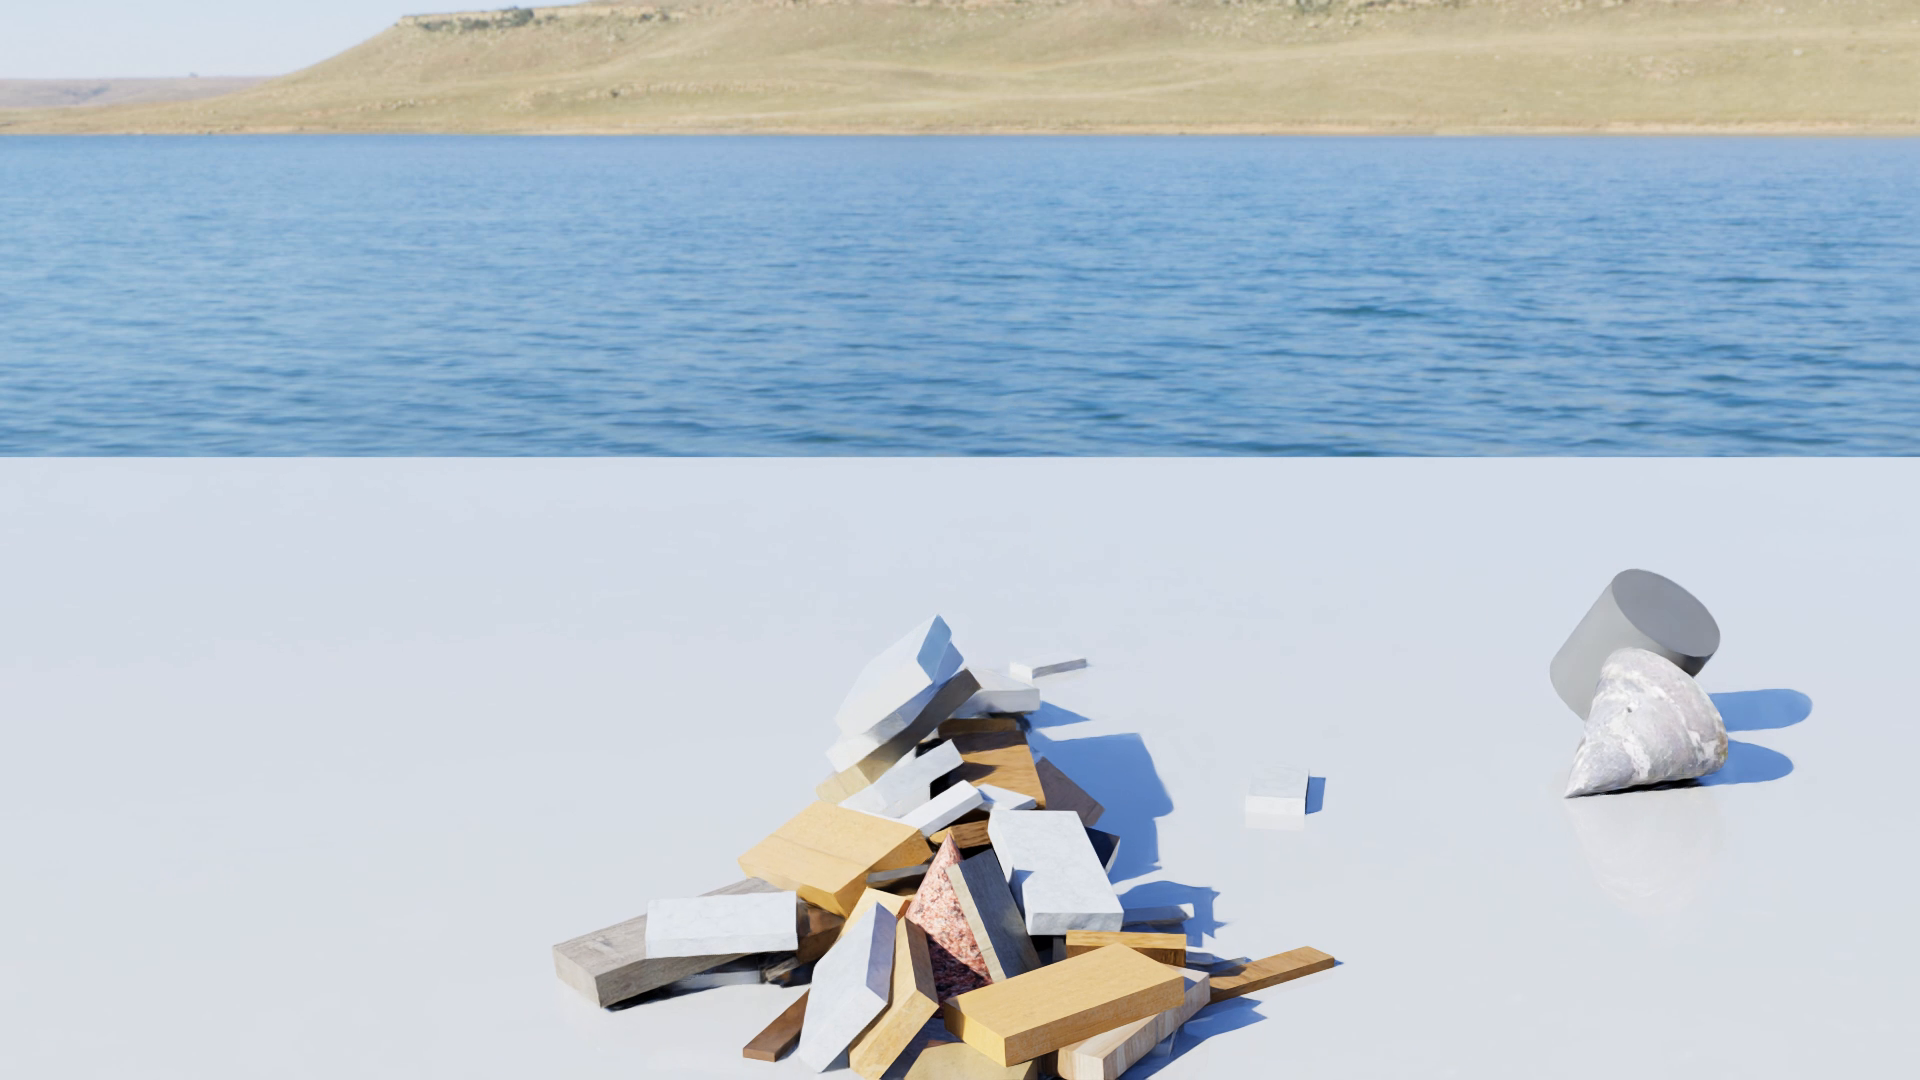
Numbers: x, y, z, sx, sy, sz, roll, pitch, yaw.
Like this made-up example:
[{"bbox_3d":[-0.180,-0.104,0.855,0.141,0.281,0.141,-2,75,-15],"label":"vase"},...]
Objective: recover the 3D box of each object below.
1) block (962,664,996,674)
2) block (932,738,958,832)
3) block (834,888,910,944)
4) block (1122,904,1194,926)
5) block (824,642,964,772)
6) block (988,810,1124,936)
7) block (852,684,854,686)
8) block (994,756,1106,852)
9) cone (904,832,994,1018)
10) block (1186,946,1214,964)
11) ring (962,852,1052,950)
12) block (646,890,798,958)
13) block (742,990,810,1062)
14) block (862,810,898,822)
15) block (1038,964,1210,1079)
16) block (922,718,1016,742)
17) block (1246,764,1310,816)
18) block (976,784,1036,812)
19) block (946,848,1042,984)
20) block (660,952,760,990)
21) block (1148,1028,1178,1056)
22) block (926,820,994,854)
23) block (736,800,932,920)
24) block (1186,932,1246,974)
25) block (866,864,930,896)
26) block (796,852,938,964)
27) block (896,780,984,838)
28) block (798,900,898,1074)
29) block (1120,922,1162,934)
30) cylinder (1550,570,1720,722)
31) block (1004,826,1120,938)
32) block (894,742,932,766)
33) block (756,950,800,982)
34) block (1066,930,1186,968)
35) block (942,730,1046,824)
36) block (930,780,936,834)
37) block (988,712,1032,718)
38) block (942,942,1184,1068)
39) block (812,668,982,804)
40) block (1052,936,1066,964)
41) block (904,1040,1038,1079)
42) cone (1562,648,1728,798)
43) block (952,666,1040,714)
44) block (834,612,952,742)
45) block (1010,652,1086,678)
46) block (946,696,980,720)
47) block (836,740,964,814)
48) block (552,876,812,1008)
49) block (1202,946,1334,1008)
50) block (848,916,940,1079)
[{"bbox_3d":[-0.057,0.307,5.158,0.282,0.013,0.045,-2,11,-11],"label":"block"},{"bbox_3d":[0.013,0.435,3.873,0.116,0.033,0.231,-2,35,-3],"label":"block"},{"bbox_3d":[-0.141,0.592,3.287,0.073,0.021,0.147,9,52,33],"label":"block"},{"bbox_3d":[0.292,0.598,3.488,0.143,0.020,0.072,-2,-17,-12],"label":"block"},{"bbox_3d":[-0.114,0.300,4.004,0.160,0.045,0.384,-36,3,21],"label":"block"},{"bbox_3d":[0.142,0.504,3.350,0.139,0.040,0.279,3,25,-14],"label":"block"},{"bbox_3d":[-0.219,0.341,4.975,0.045,0.013,0.091,-1,11,-5],"label":"block"},{"bbox_3d":[0.143,0.488,3.801,0.147,0.042,0.293,40,25,5],"label":"block"},{"bbox_3d":[-0.016,0.545,3.247,0.242,0.242,0.242,0,11,0],"label":"cone"},{"bbox_3d":[0.304,0.616,3.296,0.143,0.020,0.072,7,-12,-2],"label":"block"},{"bbox_3d":[0.051,0.574,3.486,0.300,0.100,0.300,-1,11,0],"label":"ring"},{"bbox_3d":[-0.350,0.566,3.240,0.219,0.031,0.109,-3,23,-3],"label":"block"},{"bbox_3d":[-0.207,0.671,3.195,0.048,0.014,0.400,4,11,20],"label":"block"},{"bbox_3d":[-0.133,0.483,3.632,0.117,0.017,0.059,7,41,41],"label":"block"},{"bbox_3d":[0.211,0.665,3.058,0.149,0.042,0.299,5,16,34],"label":"block"},{"bbox_3d":[0.005,0.364,4.208,0.147,0.042,0.333,0,-5,-10],"label":"block"},{"bbox_3d":[0.608,0.475,4.202,0.109,0.031,0.219,2,11,11],"label":"block"},{"bbox_3d":[0.062,0.428,3.606,0.058,0.017,0.117,-18,19,-41],"label":"block"},{"bbox_3d":[0.058,0.569,3.204,0.025,0.227,0.087,-28,-9,36],"label":"block"},{"bbox_3d":[-0.376,0.647,3.301,0.147,0.021,0.073,-2,12,-10],"label":"block"},{"bbox_3d":[0.271,0.690,3.086,0.059,0.017,0.119,2,11,11],"label":"block"},{"bbox_3d":[-0.030,0.513,3.631,0.133,0.038,0.266,-5,-17,-37],"label":"block"},{"bbox_3d":[-0.205,0.507,3.515,0.173,0.049,0.347,-35,18,-25],"label":"block"},{"bbox_3d":[0.380,0.634,3.384,0.059,0.017,0.119,-5,12,-27],"label":"block"},{"bbox_3d":[-0.080,0.514,3.314,0.110,0.016,0.055,-14,-41,29],"label":"block"},{"bbox_3d":[-0.134,0.566,3.398,0.266,0.038,0.133,-22,15,5],"label":"block"},{"bbox_3d":[-0.149,0.510,3.546,0.409,0.021,0.073,-30,18,-12],"label":"block"},{"bbox_3d":[-0.156,0.623,3.086,0.040,0.139,0.279,41,11,-9],"label":"block"},{"bbox_3d":[0.245,0.627,3.416,0.143,0.020,0.072,-5,12,-27],"label":"block"},{"bbox_3d":[1.411,0.238,4.605,0.251,0.251,0.251,16,38,-13],"label":"cylinder"},{"bbox_3d":[0.151,0.520,3.412,0.133,0.038,0.266,15,24,13],"label":"block"},{"bbox_3d":[-0.026,0.411,4.227,0.165,0.047,0.330,0,-5,-9],"label":"block"},{"bbox_3d":[-0.275,0.624,3.297,0.055,0.016,0.110,-26,14,-6],"label":"block"},{"bbox_3d":[0.245,0.611,3.238,0.174,0.087,0.025,1,49,6],"label":"block"},{"bbox_3d":[0.055,0.408,3.775,0.147,0.042,0.293,-3,19,-5],"label":"block"},{"bbox_3d":[0.006,0.468,3.882,0.116,0.033,0.231,0,35,-1],"label":"block"},{"bbox_3d":[0.092,0.358,4.823,0.084,0.024,0.167,-11,13,-15],"label":"block"},{"bbox_3d":[0.144,0.634,3.019,0.299,0.042,0.149,-12,15,-31],"label":"block"},{"bbox_3d":[-0.112,0.358,3.982,0.320,0.045,0.160,-39,3,-39],"label":"block"},{"bbox_3d":[0.189,0.626,3.341,0.096,0.048,0.014,0,9,0],"label":"block"},{"bbox_3d":[-0.020,0.736,2.765,0.149,0.042,0.408,3,11,14],"label":"block"},{"bbox_3d":[1.262,0.415,4.245,0.299,0.299,0.299,-34,25,-22],"label":"cone"},{"bbox_3d":[0.023,0.323,4.763,0.165,0.047,0.330,-1,6,-26],"label":"block"},{"bbox_3d":[-0.114,0.241,3.990,0.173,0.049,0.585,-36,3,6],"label":"block"},{"bbox_3d":[0.208,0.295,5.195,0.167,0.024,0.084,-8,13,-37],"label":"block"},{"bbox_3d":[-0.094,0.346,4.598,0.165,0.047,0.369,-43,21,-8],"label":"block"},{"bbox_3d":[-0.125,0.433,3.800,0.160,0.045,0.320,-28,-5,-27],"label":"block"},{"bbox_3d":[-0.419,0.601,3.314,0.346,0.049,0.173,-15,13,-29],"label":"block"},{"bbox_3d":[0.411,0.656,3.268,0.347,0.017,0.059,-7,13,-35],"label":"block"},{"bbox_3d":[-0.098,0.636,3.059,0.040,0.139,0.279,38,5,-10],"label":"block"}]
